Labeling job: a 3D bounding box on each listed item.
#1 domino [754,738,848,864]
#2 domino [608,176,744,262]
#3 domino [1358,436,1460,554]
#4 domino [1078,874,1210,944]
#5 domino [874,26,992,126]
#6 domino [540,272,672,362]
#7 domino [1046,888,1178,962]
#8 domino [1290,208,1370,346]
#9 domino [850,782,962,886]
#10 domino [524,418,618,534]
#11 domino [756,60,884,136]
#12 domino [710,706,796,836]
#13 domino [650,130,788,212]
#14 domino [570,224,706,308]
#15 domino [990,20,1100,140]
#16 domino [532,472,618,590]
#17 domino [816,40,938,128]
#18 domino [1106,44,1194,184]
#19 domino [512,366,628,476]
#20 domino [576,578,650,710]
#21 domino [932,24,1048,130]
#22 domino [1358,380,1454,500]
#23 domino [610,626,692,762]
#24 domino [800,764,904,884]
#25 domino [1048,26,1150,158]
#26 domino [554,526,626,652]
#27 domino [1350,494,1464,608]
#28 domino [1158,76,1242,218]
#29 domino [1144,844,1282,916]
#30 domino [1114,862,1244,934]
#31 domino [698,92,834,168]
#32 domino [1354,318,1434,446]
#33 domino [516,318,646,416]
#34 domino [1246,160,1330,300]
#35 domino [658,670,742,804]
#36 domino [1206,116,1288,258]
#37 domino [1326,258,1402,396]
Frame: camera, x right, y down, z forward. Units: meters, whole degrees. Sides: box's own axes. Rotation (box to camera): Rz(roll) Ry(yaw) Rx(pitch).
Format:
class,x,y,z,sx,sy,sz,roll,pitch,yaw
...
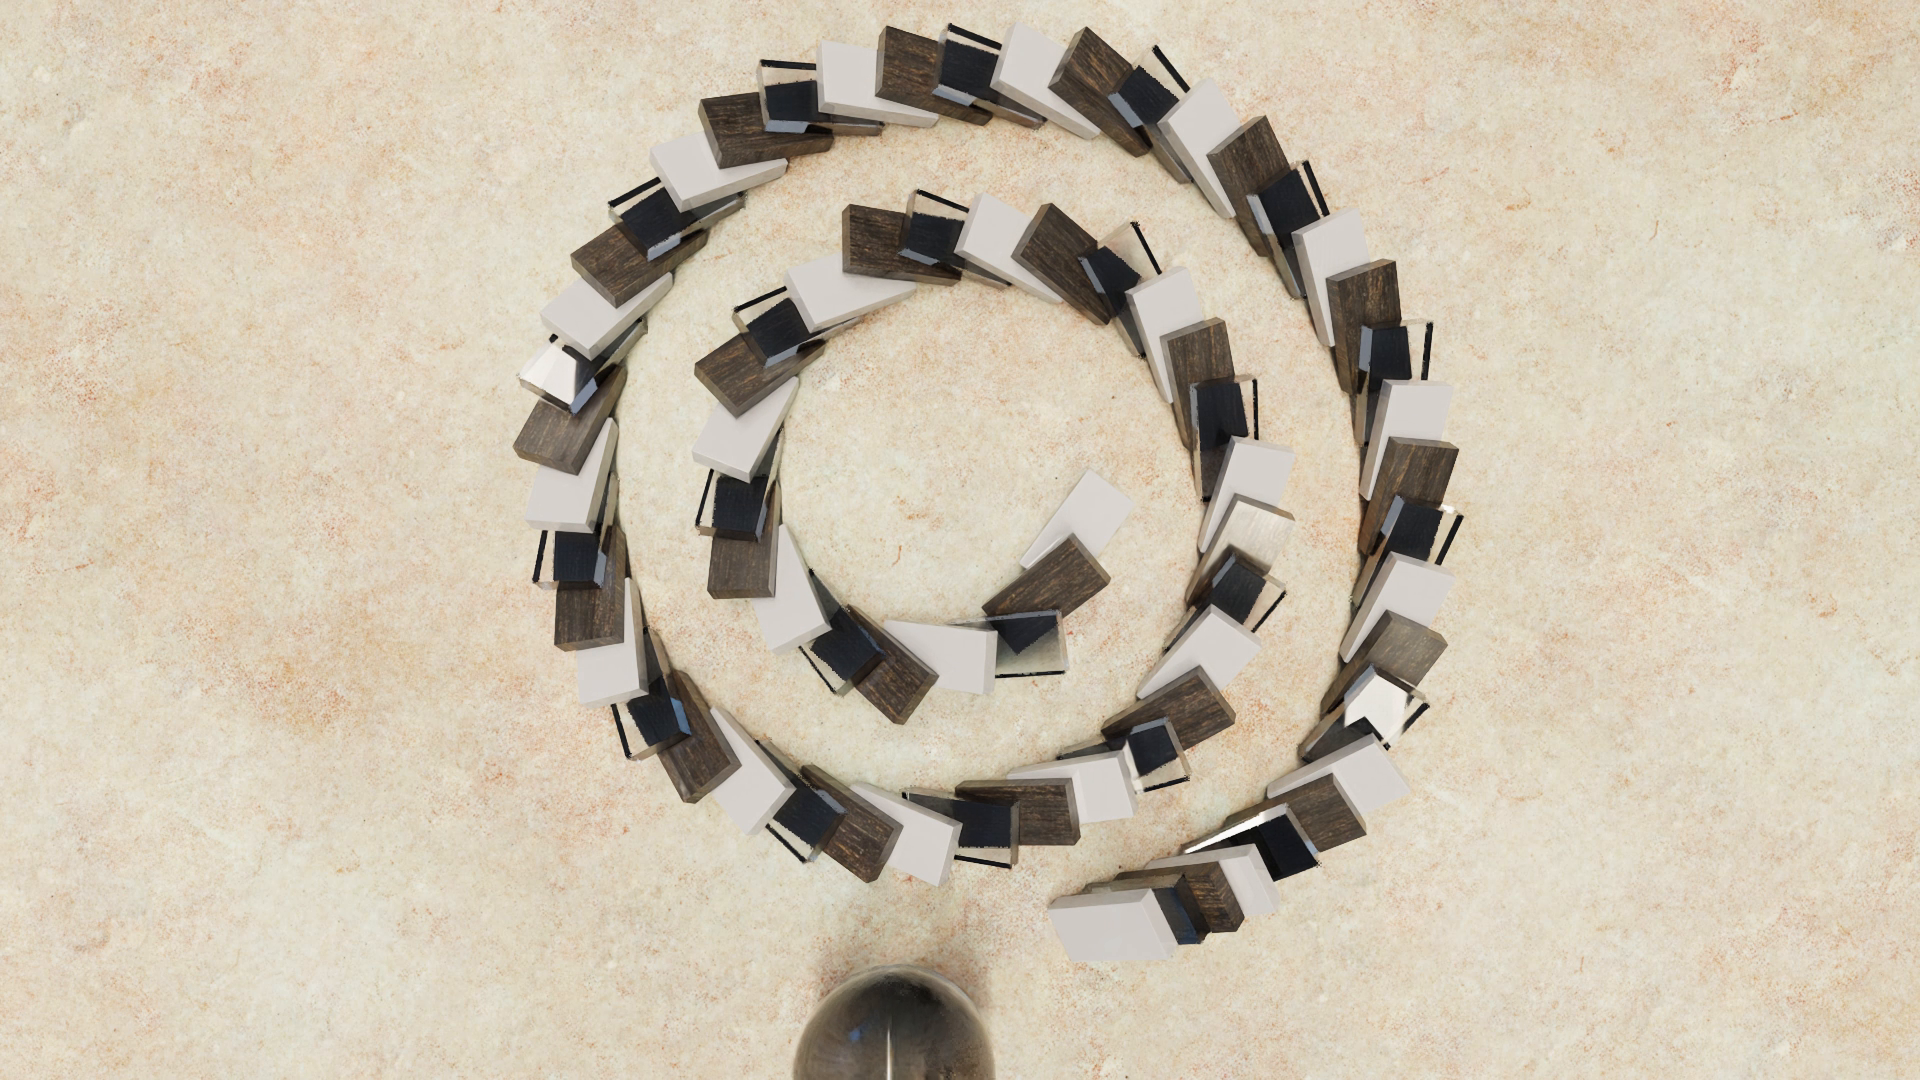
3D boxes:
class,x,y,z,sx,sy,sz,roll,pitch,yaw
domino,-0.074,0.109,0.385,0.050,0.009,0.025,34,90,24
domino,-0.119,-0.141,0.385,0.050,0.009,0.025,-41,90,-24
domino,0.188,-0.017,0.385,0.025,0.009,0.050,6,114,0
domino,0.075,0.154,0.380,0.050,0.010,0.025,-26,90,41
domino,-0.010,-0.195,0.385,0.050,0.009,0.025,4,90,-24
domino,-0.148,-0.101,0.385,0.025,0.010,0.050,37,66,0
domino,0.062,0.160,0.380,0.050,0.010,0.025,-26,90,41
domino,0.159,-0.110,0.386,0.025,0.009,0.050,-26,114,0
domino,-0.026,0.123,0.385,0.050,0.010,0.025,15,90,25
domino,-0.163,-0.028,0.385,0.025,0.009,0.050,4,66,0
domino,-0.058,-0.185,0.385,0.050,0.009,0.025,-9,90,-24
domino,-0.095,0.097,0.385,0.050,0.009,0.025,40,90,24
domino,-0.101,-0.159,0.385,0.050,0.010,0.025,-31,90,-24
domino,-0.135,-0.122,0.385,0.025,0.009,0.050,44,66,0
domino,0.039,-0.192,0.385,0.050,0.009,0.025,17,90,-24
domino,-0.161,-0.004,0.385,0.025,0.009,0.050,-1,66,0
domino,-0.034,-0.191,0.385,0.050,0.010,0.025,-3,90,-24
domino,0.088,-0.178,0.385,0.050,0.009,0.025,39,90,-24
domino,-0.163,-0.054,0.385,0.025,0.010,0.050,17,65,0
domino,-0.147,0.043,0.385,0.025,0.010,0.050,-15,66,0
domino,0.014,-0.194,0.386,0.050,0.009,0.025,8,90,-24
domino,0.187,-0.041,0.385,0.025,0.010,0.050,1,114,0
domino,-0.133,0.065,0.385,0.025,0.010,0.050,-28,65,0
domino,-0.051,0.118,0.385,0.050,0.010,0.025,27,90,25
domino,0.064,-0.187,0.385,0.050,0.009,0.025,27,90,-25
domino,-0.155,0.020,0.385,0.025,0.010,0.050,-9,66,0
domino,0.187,0.008,0.386,0.025,0.010,0.050,13,114,0
domino,0.108,-0.164,0.385,0.025,0.010,0.050,-46,114,0
domino,0.104,0.144,0.381,0.050,0.010,0.025,-26,90,37
domino,0.089,0.150,0.380,0.050,0.009,0.025,-26,90,41
domino,-0.081,-0.174,0.385,0.050,0.010,0.025,-21,90,-25
domino,0.182,-0.066,0.385,0.025,0.009,0.050,-7,115,0
domino,-0.158,-0.079,0.385,0.025,0.009,0.050,29,65,0
domino,0.143,-0.130,0.386,0.025,0.009,0.050,-35,114,0
domino,-0.116,0.082,0.385,0.025,0.009,0.050,-39,65,0
domino,0.127,-0.148,0.386,0.025,0.009,0.050,-38,114,0
domino,0.171,-0.089,0.385,0.025,0.009,0.050,-19,115,0
